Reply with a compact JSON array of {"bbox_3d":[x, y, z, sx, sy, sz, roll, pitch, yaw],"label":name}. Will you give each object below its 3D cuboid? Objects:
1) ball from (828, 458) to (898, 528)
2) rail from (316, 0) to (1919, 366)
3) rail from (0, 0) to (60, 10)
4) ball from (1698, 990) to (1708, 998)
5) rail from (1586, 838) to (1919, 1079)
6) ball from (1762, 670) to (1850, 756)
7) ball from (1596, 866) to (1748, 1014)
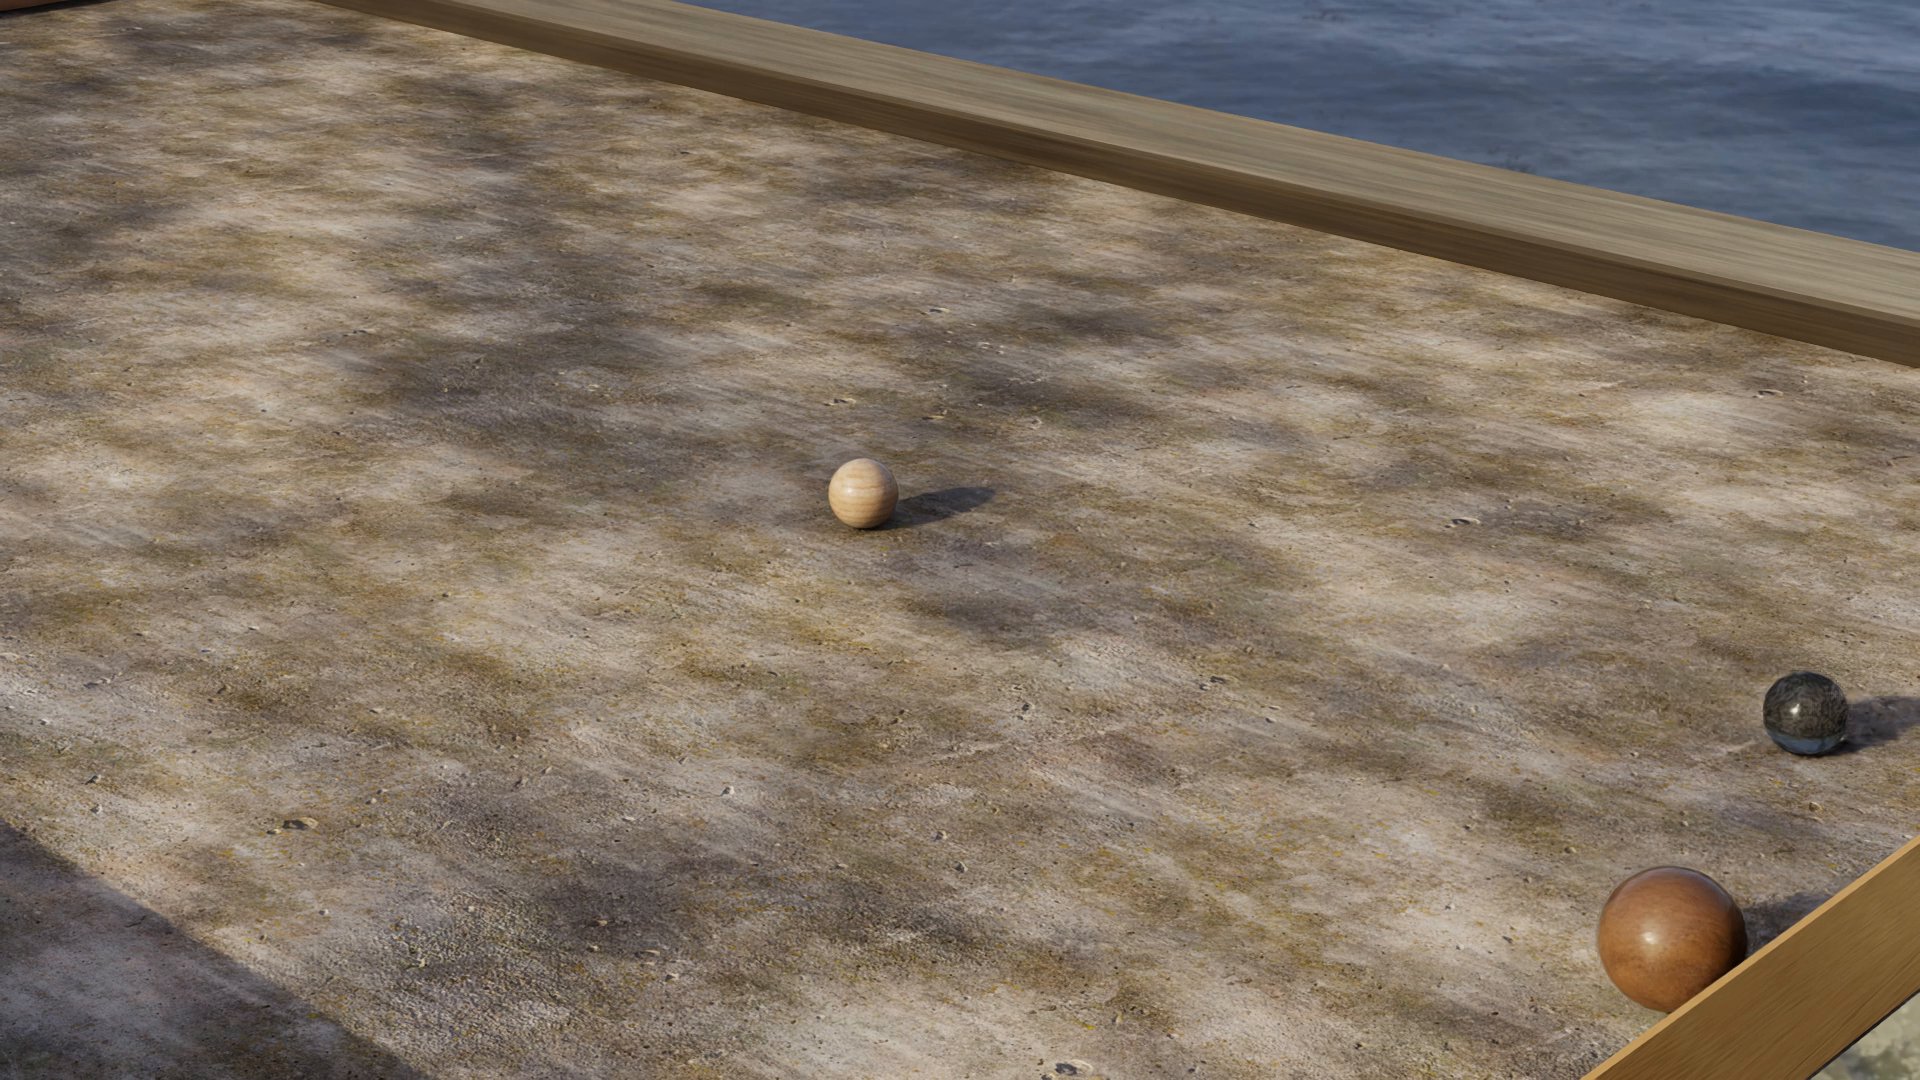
[{"bbox_3d":[-0.089,-0.043,2.700,0.065,0.065,0.065,0,22,0],"label":"ball"},{"bbox_3d":[0.055,-0.566,3.945,3.842,0.123,0.045,19,28,40],"label":"rail"},{"bbox_3d":[-2.081,-0.749,4.409,0.045,0.123,2.250,19,28,40],"label":"rail"},{"bbox_3d":[0.479,0.304,1.841,0.049,0.049,0.049,0,22,0],"label":"ball"},{"bbox_3d":[0.682,0.205,1.990,0.045,0.123,2.250,19,28,40],"label":"rail"},{"bbox_3d":[0.648,0.133,2.255,0.065,0.065,0.065,0,22,0],"label":"ball"},{"bbox_3d":[0.459,0.257,1.897,0.095,0.095,0.095,0,22,0],"label":"ball"}]
